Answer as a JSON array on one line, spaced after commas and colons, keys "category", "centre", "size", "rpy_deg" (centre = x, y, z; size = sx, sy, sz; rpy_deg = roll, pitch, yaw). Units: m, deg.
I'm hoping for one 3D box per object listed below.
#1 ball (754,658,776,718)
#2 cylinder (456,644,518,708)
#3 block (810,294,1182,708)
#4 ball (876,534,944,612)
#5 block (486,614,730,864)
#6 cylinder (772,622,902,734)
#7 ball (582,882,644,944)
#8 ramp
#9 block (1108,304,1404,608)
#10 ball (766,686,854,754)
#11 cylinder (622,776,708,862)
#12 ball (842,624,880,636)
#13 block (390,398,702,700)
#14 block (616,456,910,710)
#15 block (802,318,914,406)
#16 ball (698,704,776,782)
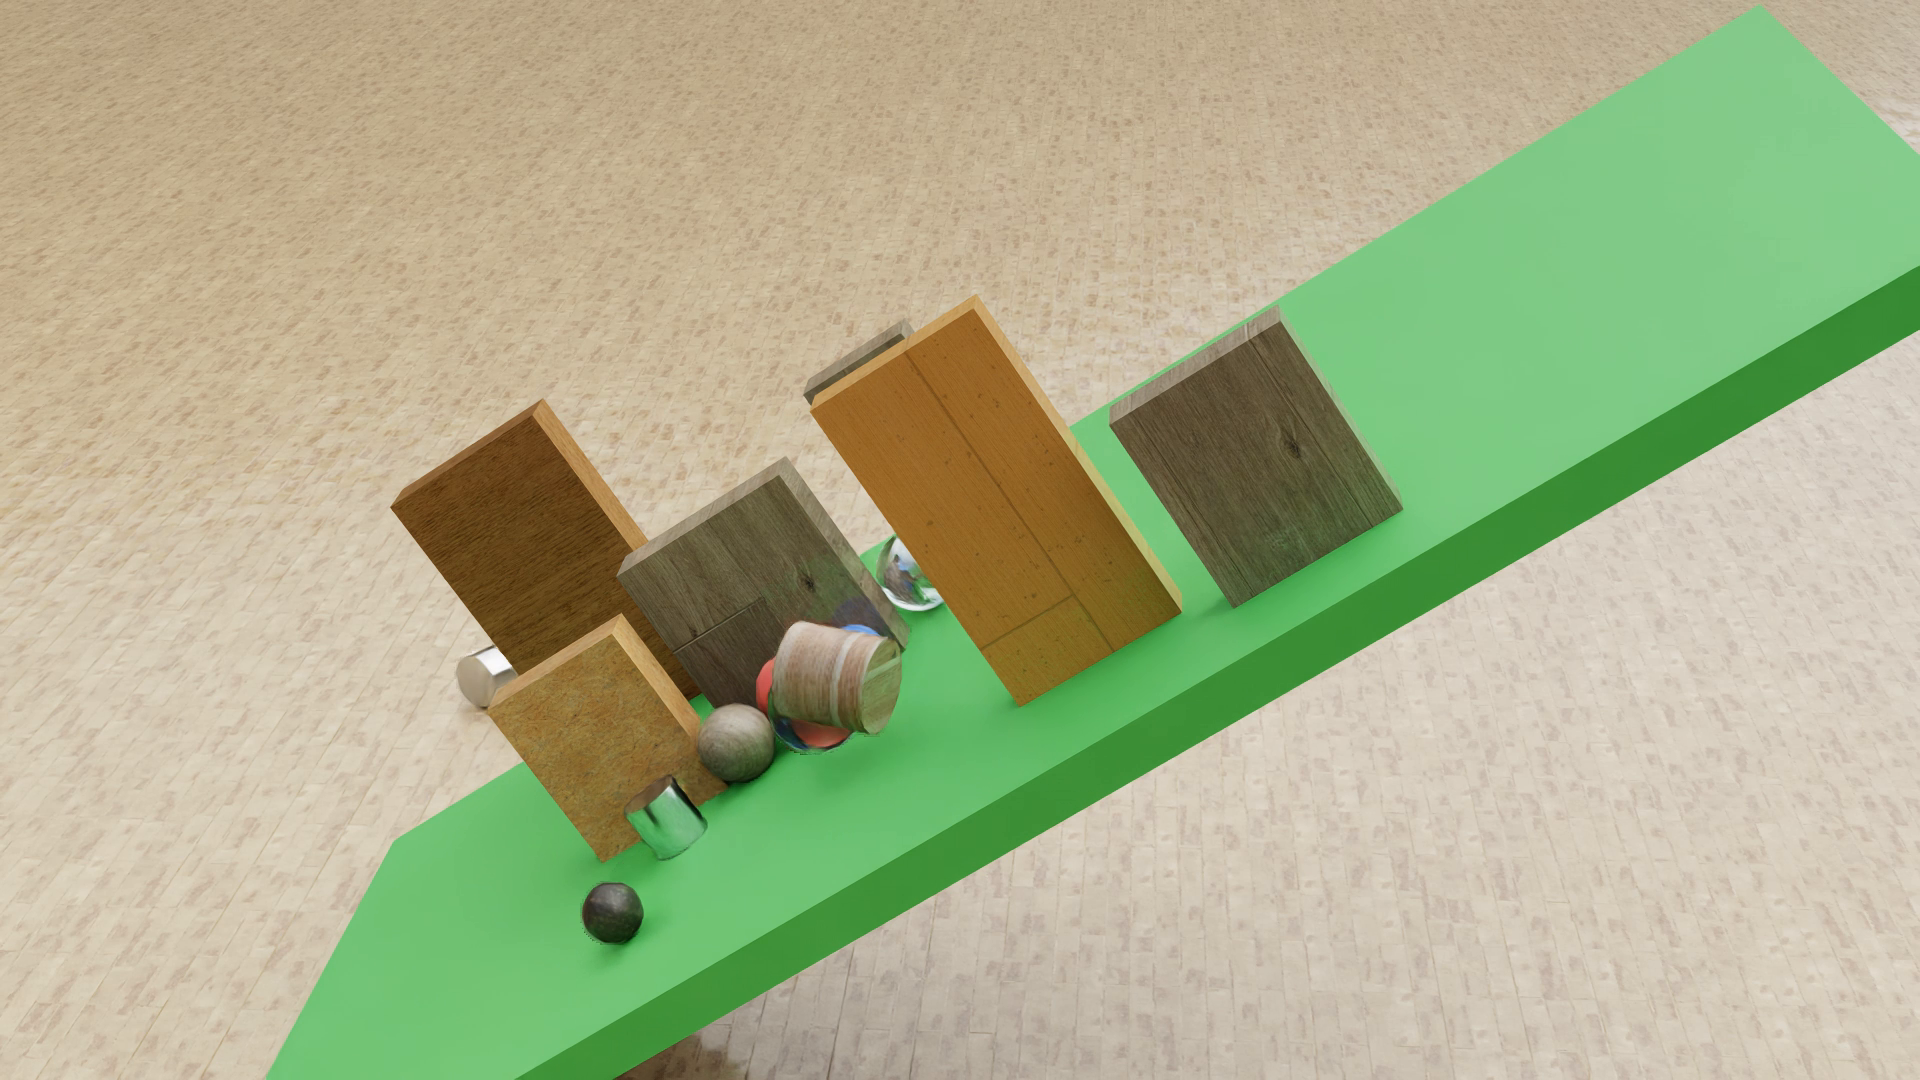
[{"category": "ball", "centre": [-0.361, 0.327, 6.380], "size": [0.168, 0.168, 0.168], "rpy_deg": [0, 21, 0]}, {"category": "cylinder", "centre": [-1.383, 0.397, 8.753], "size": [0.160, 0.160, 0.160], "rpy_deg": [15, 25, 34]}, {"category": "block", "centre": [0.074, -0.069, 5.598], "size": [0.371, 0.715, 0.098], "rpy_deg": [-31, 16, 14]}, {"category": "ball", "centre": [-0.095, 0.067, 6.567], "size": [0.185, 0.185, 0.185], "rpy_deg": [0, 21, 0]}, {"category": "block", "centre": [-0.757, 0.433, 6.404], "size": [0.340, 0.429, 0.117], "rpy_deg": [-31, 16, 14]}, {"category": "cylinder", "centre": [-0.247, 0.277, 5.927], "size": [0.197, 0.197, 0.197], "rpy_deg": [10, 23, 21]}, {"category": "ball", "centre": [-0.698, 0.748, 5.908], "size": [0.123, 0.123, 0.123], "rpy_deg": [0, 21, 0]}, {"category": "ramp", "centre": [0.138, 0.172, 6.299], "size": [4.000, 0.100, 2.000], "rpy_deg": [-31, 16, 14]}, {"category": "block", "centre": [0.543, -0.151, 5.401], "size": [0.364, 0.426, 0.109], "rpy_deg": [-31, 16, 14]}, {"category": "ball", "centre": [-0.303, 0.346, 6.138], "size": [0.200, 0.200, 0.200], "rpy_deg": [0, 21, 0]}, {"category": "cylinder", "centre": [-0.622, 0.588, 6.221], "size": [0.129, 0.129, 0.129], "rpy_deg": [-32, 15, 10]}, {"category": "ball", "centre": [-0.226, 0.253, 6.363], "size": [0.141, 0.141, 0.141], "rpy_deg": [0, 21, 0]}, {"category": "block", "centre": [-0.958, 0.105, 7.129], "size": [0.429, 0.794, 0.130], "rpy_deg": [-31, 16, 14]}, {"category": "block", "centre": [-0.432, 0.139, 6.495], "size": [0.439, 0.484, 0.127], "rpy_deg": [-31, 16, 14]}, {"category": "block", "centre": [-0.083, -0.193, 6.630], "size": [0.265, 0.550, 0.116], "rpy_deg": [-31, 16, 14]}, {"category": "ball", "centre": [-0.480, 0.434, 6.309], "size": [0.168, 0.168, 0.168], "rpy_deg": [0, 21, 0]}]
